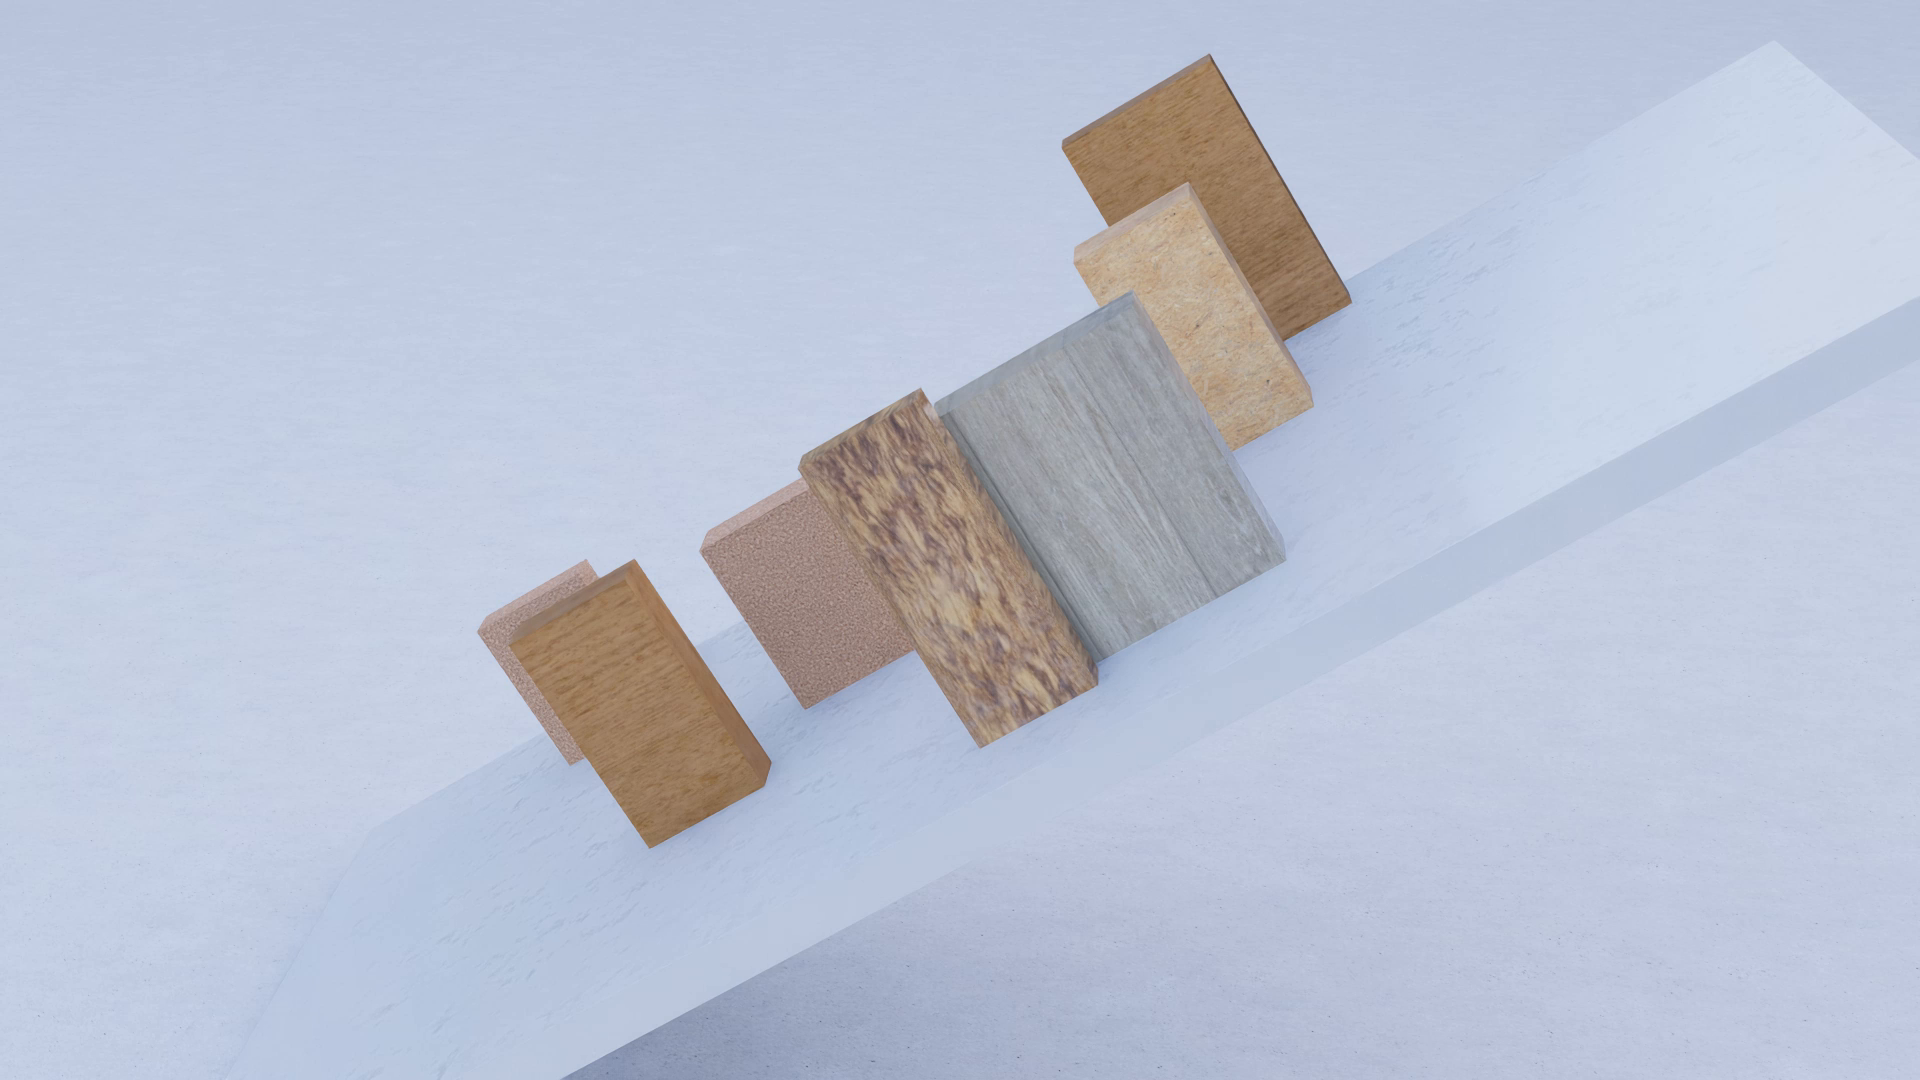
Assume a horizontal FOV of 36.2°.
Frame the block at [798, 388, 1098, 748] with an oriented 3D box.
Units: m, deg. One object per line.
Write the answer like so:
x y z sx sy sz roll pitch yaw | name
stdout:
-0.017 0.057 5.498 0.260 0.646 0.082 -29 15 13 | block

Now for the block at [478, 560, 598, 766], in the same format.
-0.918 0.295 7.070 0.294 0.401 0.106 -29 15 13 | block

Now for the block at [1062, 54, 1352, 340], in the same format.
0.574 -0.740 6.829 0.394 0.658 0.093 -29 15 13 | block

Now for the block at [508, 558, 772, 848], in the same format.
-0.663 0.343 6.134 0.288 0.530 0.127 -29 15 13 | block

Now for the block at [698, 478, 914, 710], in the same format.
-0.300 0.094 6.395 0.344 0.426 0.134 -29 15 13 | block

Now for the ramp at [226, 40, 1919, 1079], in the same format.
0.141 0.169 6.288 4.000 0.100 2.000 -29 15 13 | ramp

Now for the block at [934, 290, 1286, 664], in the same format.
0.283 -0.112 5.571 0.438 0.572 0.132 -29 15 13 | block

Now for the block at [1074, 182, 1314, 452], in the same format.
0.502 -0.459 6.320 0.283 0.532 0.147 -29 15 13 | block
